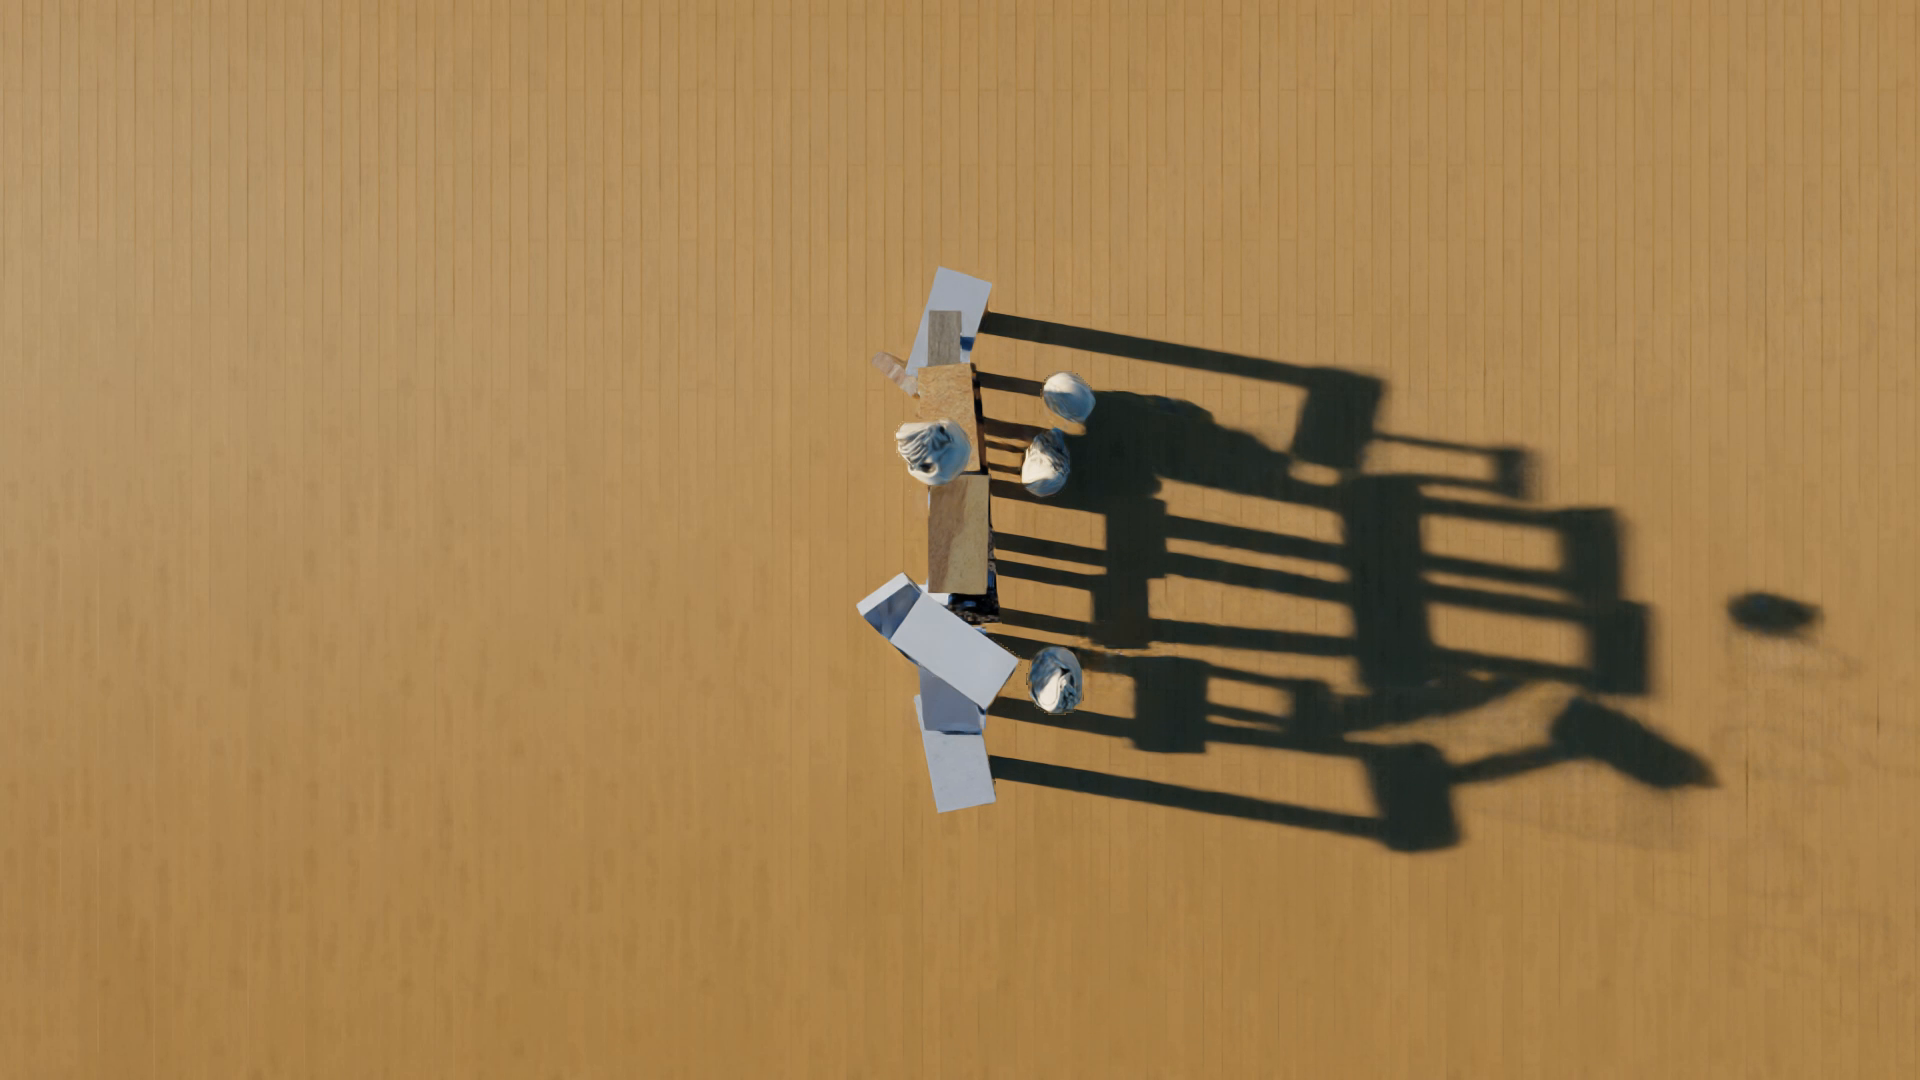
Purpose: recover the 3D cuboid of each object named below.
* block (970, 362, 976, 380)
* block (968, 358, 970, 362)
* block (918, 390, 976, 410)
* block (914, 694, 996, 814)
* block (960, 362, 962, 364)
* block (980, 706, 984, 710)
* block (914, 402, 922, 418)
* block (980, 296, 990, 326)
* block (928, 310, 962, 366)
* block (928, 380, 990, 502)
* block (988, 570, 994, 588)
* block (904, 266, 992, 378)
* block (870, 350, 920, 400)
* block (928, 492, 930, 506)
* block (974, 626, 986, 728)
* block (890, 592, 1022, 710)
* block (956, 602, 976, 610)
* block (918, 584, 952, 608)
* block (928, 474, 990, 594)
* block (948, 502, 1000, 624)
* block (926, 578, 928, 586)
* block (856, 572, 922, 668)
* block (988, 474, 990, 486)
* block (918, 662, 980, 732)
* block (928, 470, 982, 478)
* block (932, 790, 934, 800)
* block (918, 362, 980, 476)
[{"bbox_3d":[-0.004,-0.549,5.386,0.114,0.228,0.032,0,89,0],"label":"block"},{"bbox_3d":[-0.018,-0.468,5.251,0.114,0.032,0.228,-3,92,2],"label":"block"},{"bbox_3d":[-0.034,-0.400,4.652,0.145,0.291,0.041,-5,83,2],"label":"block"},{"bbox_3d":[-0.014,0.602,4.772,0.171,0.049,0.343,-12,90,2],"label":"block"},{"bbox_3d":[-0.038,-0.482,4.710,0.091,0.182,0.026,-5,80,3],"label":"block"},{"bbox_3d":[-0.014,0.485,4.968,0.171,0.343,0.049,1,85,2],"label":"block"},{"bbox_3d":[-0.038,-0.366,5.044,0.175,0.389,0.050,23,93,1],"label":"block"},{"bbox_3d":[0.003,-0.740,5.204,0.166,0.593,0.047,0,90,0],"label":"block"},{"bbox_3d":[-0.044,-0.548,4.605,0.091,0.026,0.182,2,88,0],"label":"block"},{"bbox_3d":[-0.014,-0.282,4.824,0.175,0.050,0.350,-5,90,2],"label":"block"},{"bbox_3d":[0.013,0.109,4.635,0.159,0.319,0.045,1,88,0],"label":"block"},{"bbox_3d":[-0.034,-0.624,4.884,0.167,0.047,0.333,18,90,0],"label":"block"},{"bbox_3d":[-0.154,-0.496,5.084,0.166,0.333,0.047,41,98,10],"label":"block"},{"bbox_3d":[-0.004,-0.102,4.637,0.159,0.319,0.045,-4,86,0],"label":"block"},{"bbox_3d":[0.003,0.429,5.165,0.156,0.044,0.312,1,90,0],"label":"block"},{"bbox_3d":[-0.013,0.299,4.446,0.320,0.045,0.160,35,90,11],"label":"block"},{"bbox_3d":[0.018,0.190,4.736,0.056,0.112,0.016,-5,83,2],"label":"block"},{"bbox_3d":[-0.074,0.161,4.713,0.112,0.016,0.056,5,80,34],"label":"block"},{"bbox_3d":[-0.004,-0.015,4.453,0.159,0.045,0.319,1,90,0],"label":"block"},{"bbox_3d":[0.013,0.070,4.820,0.177,0.050,0.354,-4,89,0],"label":"block"},{"bbox_3d":[-0.009,0.163,5.035,0.177,0.379,0.050,-4,80,0],"label":"block"},{"bbox_3d":[-0.102,0.269,4.715,0.160,0.494,0.045,-35,49,6],"label":"block"},{"bbox_3d":[0.000,-0.166,5.026,0.175,0.350,0.050,0,90,0],"label":"block"},{"bbox_3d":[-0.028,0.427,4.610,0.160,0.320,0.045,0,49,2],"label":"block"},{"bbox_3d":[-0.016,-0.199,4.653,0.145,0.291,0.041,-5,87,2],"label":"block"},{"bbox_3d":[0.004,0.734,5.150,0.171,0.699,0.049,0,89,0],"label":"block"},{"bbox_3d":[-0.030,-0.328,4.485,0.145,0.041,0.291,-5,90,2],"label":"block"}]
